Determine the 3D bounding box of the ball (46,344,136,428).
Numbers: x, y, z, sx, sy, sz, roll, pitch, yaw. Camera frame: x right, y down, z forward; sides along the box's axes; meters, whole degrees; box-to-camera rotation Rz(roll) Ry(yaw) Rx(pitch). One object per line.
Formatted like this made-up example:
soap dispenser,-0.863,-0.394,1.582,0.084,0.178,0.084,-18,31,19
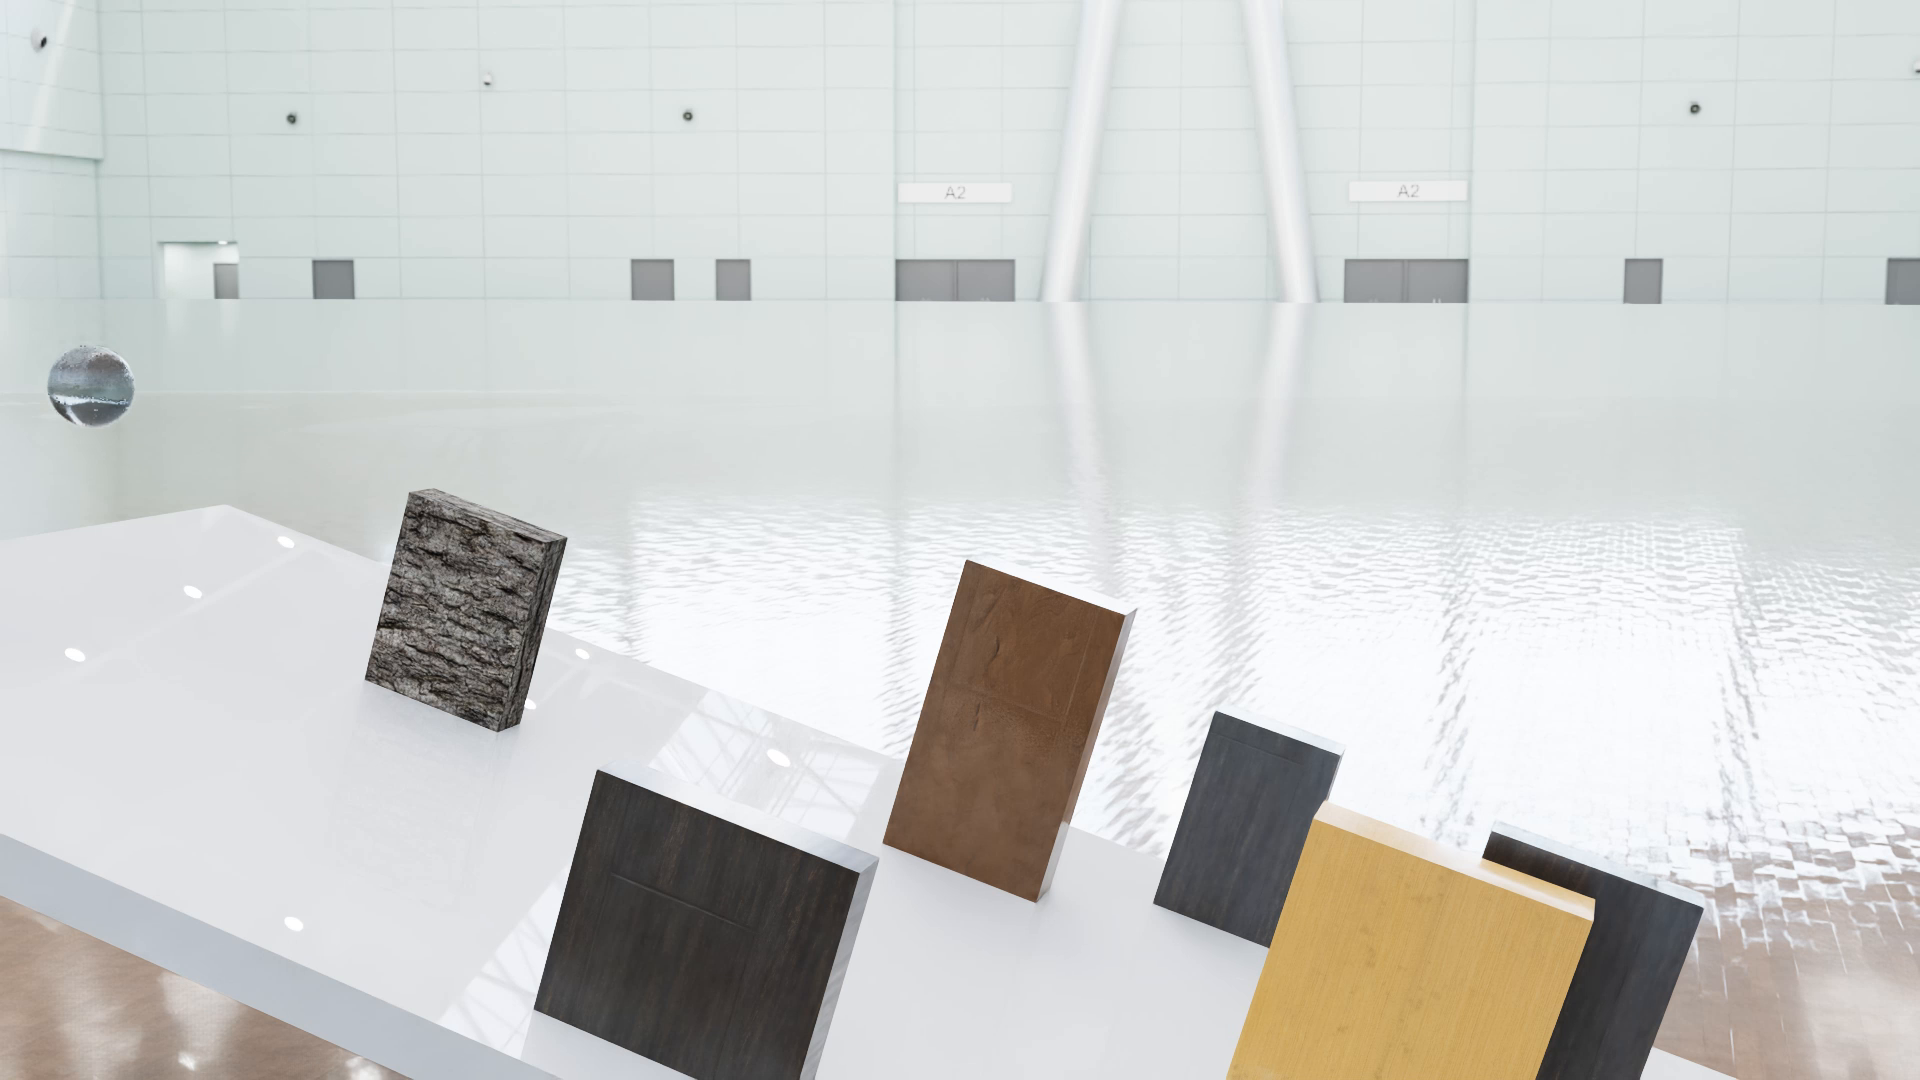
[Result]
ball,-1.770,-0.313,4.482,0.168,0.168,0.168,0,7,0

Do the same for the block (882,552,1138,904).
block,0.101,0.387,4.567,0.350,0.636,0.116,19,12,14

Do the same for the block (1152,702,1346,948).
block,0.619,0.609,4.704,0.277,0.450,0.104,19,12,14

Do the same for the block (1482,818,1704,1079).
block,0.933,0.826,3.598,0.344,0.656,0.082,19,12,14

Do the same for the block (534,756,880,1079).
block,-0.395,0.609,3.394,0.445,0.410,0.091,19,12,14

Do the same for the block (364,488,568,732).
block,-1.046,0.146,4.648,0.329,0.423,0.099,19,12,14

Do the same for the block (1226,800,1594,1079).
block,0.686,0.791,3.496,0.443,0.624,0.124,19,12,14

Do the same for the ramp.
ramp,-0.369,0.711,4.234,4.000,0.100,2.000,19,12,14
